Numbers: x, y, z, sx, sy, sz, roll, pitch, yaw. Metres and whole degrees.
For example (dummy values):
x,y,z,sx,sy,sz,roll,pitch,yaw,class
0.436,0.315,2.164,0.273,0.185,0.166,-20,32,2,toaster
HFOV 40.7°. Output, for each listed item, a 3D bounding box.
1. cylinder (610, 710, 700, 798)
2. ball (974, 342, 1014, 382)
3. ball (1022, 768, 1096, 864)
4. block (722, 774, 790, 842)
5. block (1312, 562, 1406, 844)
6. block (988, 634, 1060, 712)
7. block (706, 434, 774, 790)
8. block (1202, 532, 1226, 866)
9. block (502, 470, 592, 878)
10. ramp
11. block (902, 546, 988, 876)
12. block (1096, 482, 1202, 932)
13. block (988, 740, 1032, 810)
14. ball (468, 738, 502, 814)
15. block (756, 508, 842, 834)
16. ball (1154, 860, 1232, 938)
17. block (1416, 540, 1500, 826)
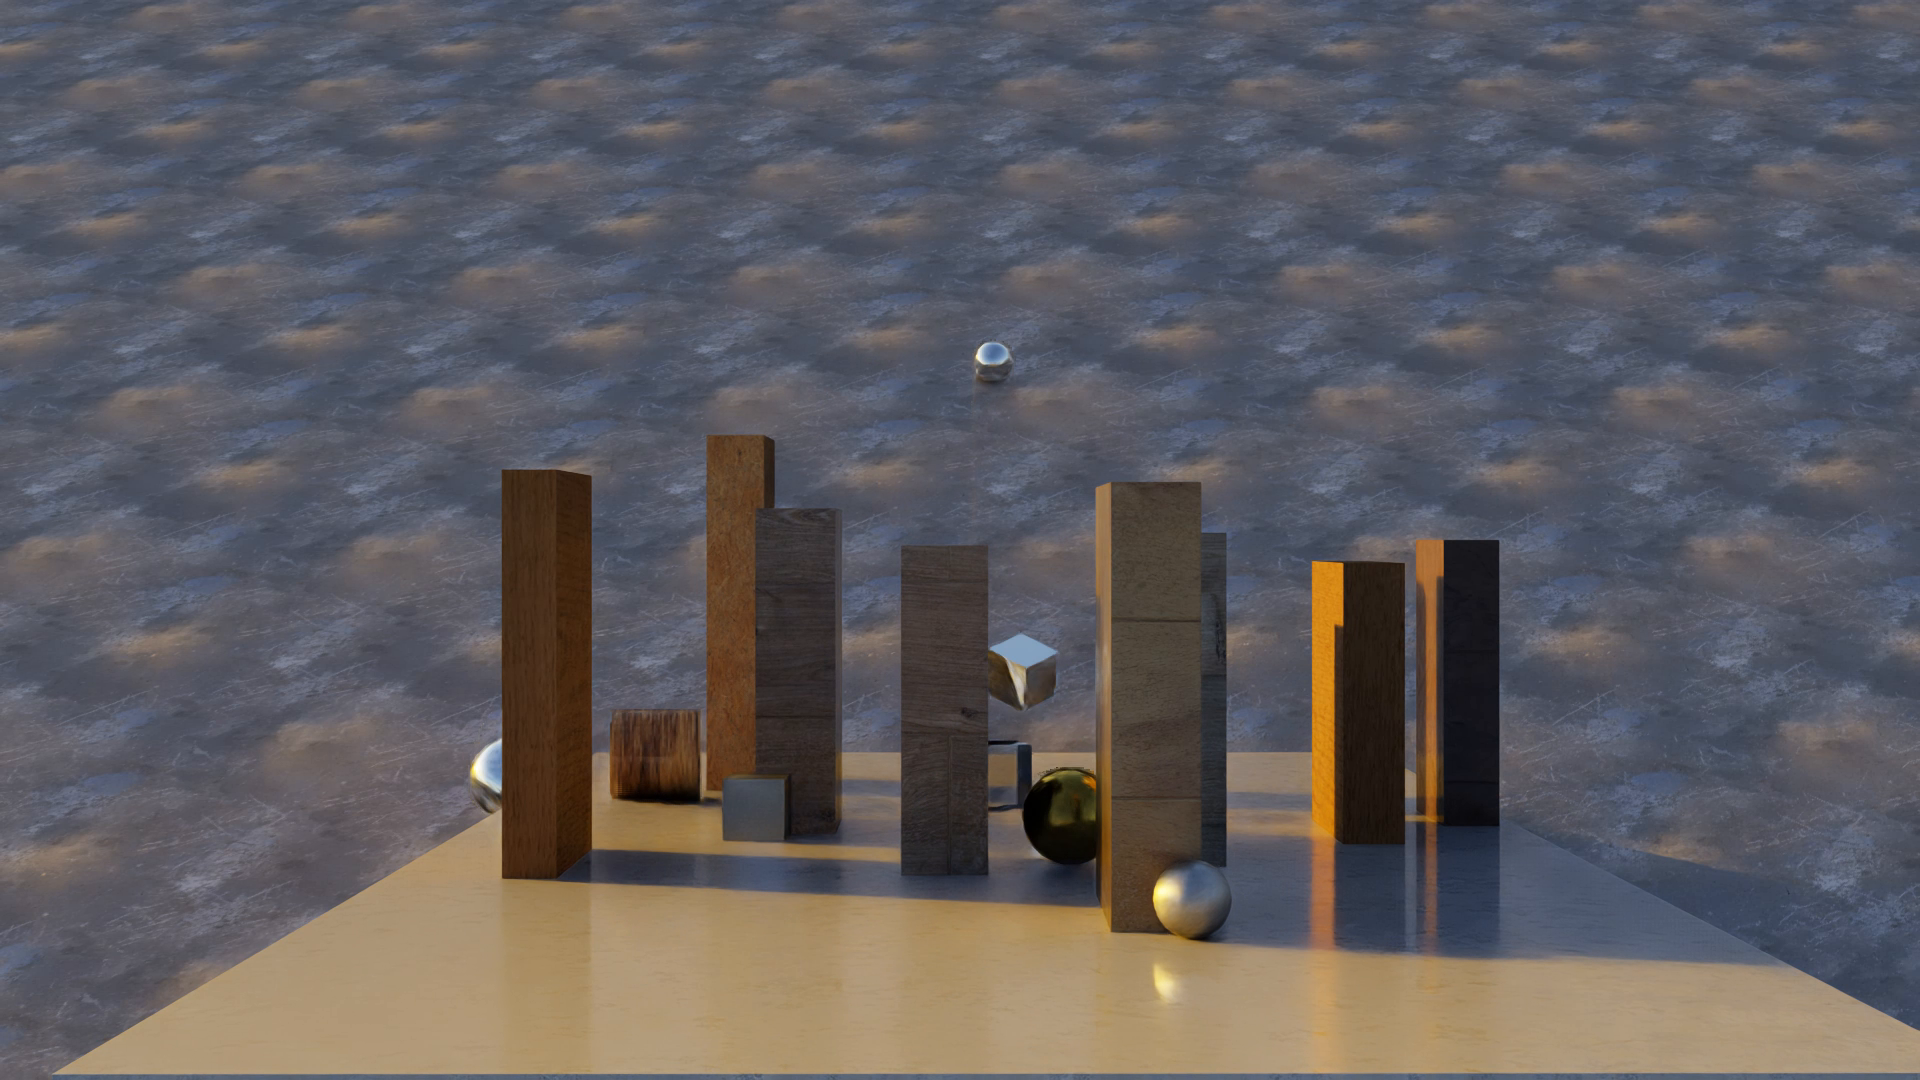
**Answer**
x,y,z,sx,sy,sz,roll,pitch,yaw,class
-0.645,0.454,5.486,0.186,0.186,0.186,0,30,-6,cylinder
0.111,-0.599,8.685,0.134,0.134,0.134,0,30,0,ball
0.186,0.466,4.360,0.163,0.163,0.163,0,30,0,ball
-0.373,0.491,4.756,0.112,0.112,0.112,0,0,2,block
0.744,0.294,4.853,0.111,0.505,0.409,0,0,0,block
0.159,0.343,6.704,0.130,0.130,0.130,25,32,35,block
-0.490,0.159,5.808,0.125,0.776,0.327,0,0,0,block
0.401,0.267,4.513,0.089,0.559,0.371,0,0,0,block
-0.697,0.217,4.384,0.088,0.661,0.403,0,0,0,block
0.067,0.597,4.654,2.000,0.100,4.000,0,0,0,ramp
-0.025,0.278,4.343,0.142,0.538,0.244,0,0,0,block
0.273,0.233,3.809,0.126,0.628,0.400,0,0,0,block
0.061,0.481,5.301,0.131,0.131,0.131,0,0,-20,block
-1.126,0.596,6.476,0.203,0.203,0.203,0,30,0,ball
-0.306,0.244,4.948,0.149,0.606,0.270,0,0,0,block
0.319,0.493,3.555,0.108,0.108,0.108,0,30,0,ball
0.977,0.273,5.087,0.107,0.547,0.294,0,0,0,block
